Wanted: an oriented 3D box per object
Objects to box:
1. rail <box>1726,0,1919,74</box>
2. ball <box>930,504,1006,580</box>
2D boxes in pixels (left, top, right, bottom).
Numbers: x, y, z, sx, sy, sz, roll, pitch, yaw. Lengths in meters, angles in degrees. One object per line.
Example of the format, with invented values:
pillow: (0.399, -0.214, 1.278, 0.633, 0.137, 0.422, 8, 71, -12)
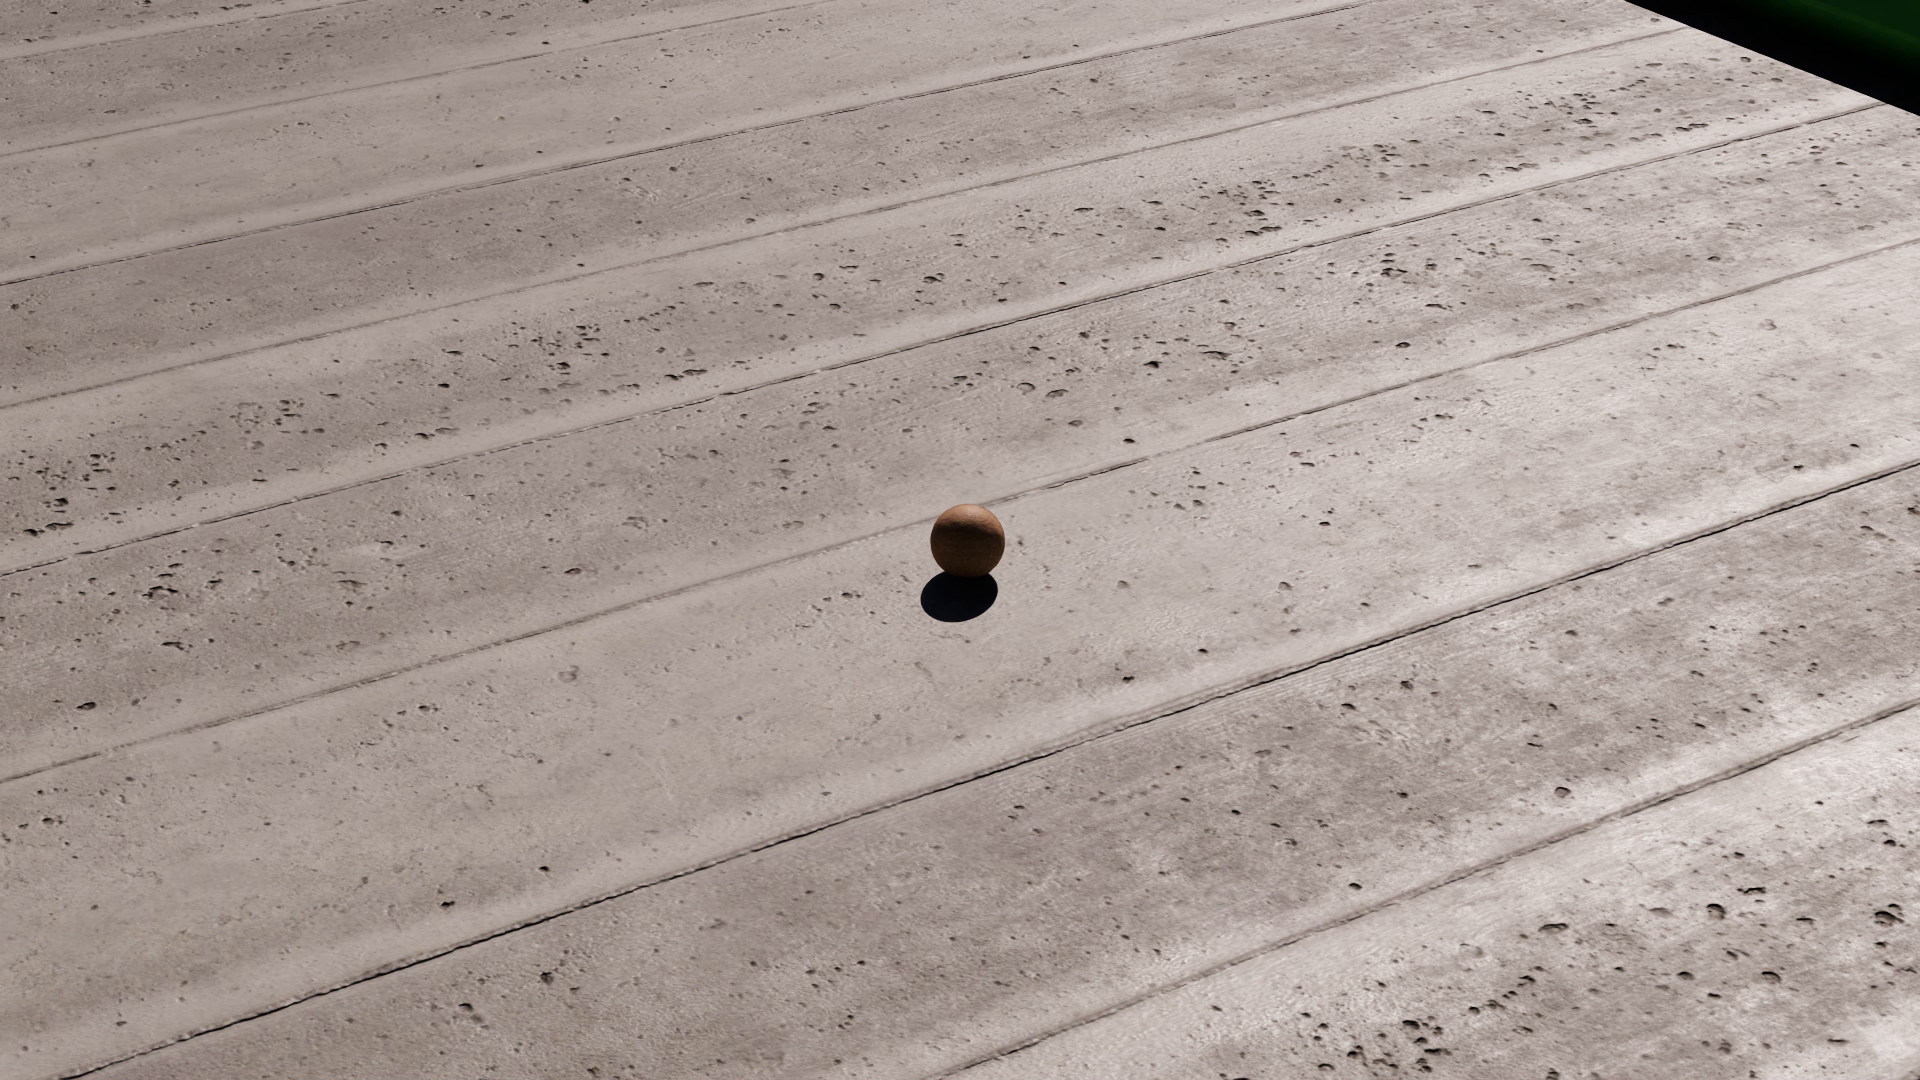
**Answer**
rail: (0.501, -0.767, 3.256, 0.045, 0.097, 4.313, -16, 32, -27)
ball: (0.005, 0.001, 1.890, 0.048, 0.048, 0.048, 0, 28, 0)
